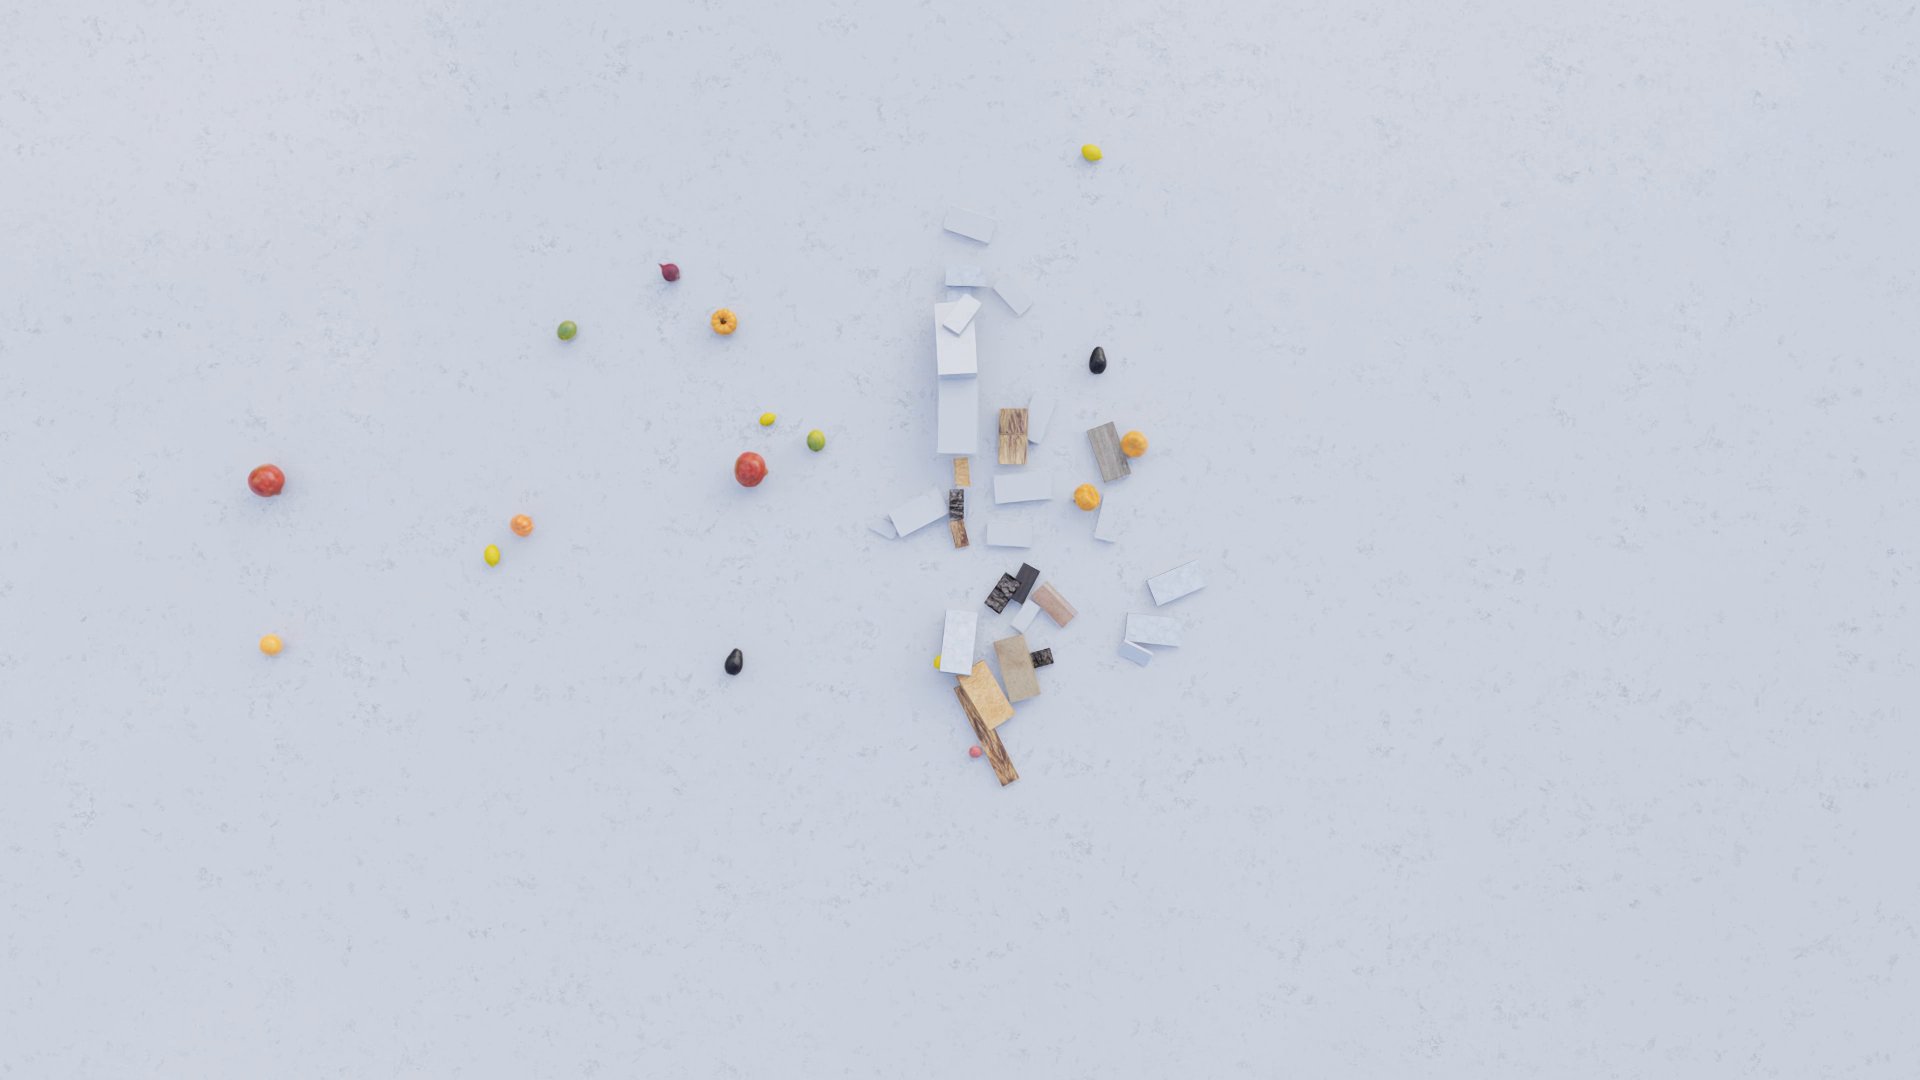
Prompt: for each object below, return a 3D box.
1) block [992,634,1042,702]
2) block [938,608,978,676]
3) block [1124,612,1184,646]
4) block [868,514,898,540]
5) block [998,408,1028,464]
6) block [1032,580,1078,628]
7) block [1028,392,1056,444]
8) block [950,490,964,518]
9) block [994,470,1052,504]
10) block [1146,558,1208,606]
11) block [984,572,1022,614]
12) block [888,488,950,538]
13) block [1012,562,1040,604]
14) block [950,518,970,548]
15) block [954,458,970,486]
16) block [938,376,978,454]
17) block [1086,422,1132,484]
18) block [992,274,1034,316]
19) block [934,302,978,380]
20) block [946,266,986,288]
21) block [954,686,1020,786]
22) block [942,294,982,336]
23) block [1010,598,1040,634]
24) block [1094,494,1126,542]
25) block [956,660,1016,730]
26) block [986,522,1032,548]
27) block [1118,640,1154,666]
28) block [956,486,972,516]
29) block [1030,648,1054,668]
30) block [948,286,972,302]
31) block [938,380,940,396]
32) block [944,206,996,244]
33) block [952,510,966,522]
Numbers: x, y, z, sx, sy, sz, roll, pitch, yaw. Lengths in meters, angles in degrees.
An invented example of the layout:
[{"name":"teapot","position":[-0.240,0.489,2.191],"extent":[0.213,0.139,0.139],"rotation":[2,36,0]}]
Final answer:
[{"name":"block","position":[0.190,0.424,5.474],"extent":[0.104,0.030,0.209],"rotation":[-17,90,13]},{"name":"block","position":[-0.006,0.339,5.456],"extent":[0.104,0.030,0.209],"rotation":[8,76,-5]},{"name":"block","position":[0.644,0.298,5.487],"extent":[0.185,0.026,0.092],"rotation":[6,90,0]},{"name":"block","position":[-0.255,-0.043,5.493],"extent":[0.093,0.013,0.046],"rotation":[27,90,0]},{"name":"block","position":[0.176,-0.343,5.469],"extent":[0.092,0.026,0.185],"rotation":[1,90,24]},{"name":"block","position":[0.315,0.214,5.489],"extent":[0.075,0.021,0.149],"rotation":[-45,90,0]},{"name":"block","position":[0.257,-0.407,5.489],"extent":[0.079,0.022,0.158],"rotation":[22,90,0]},{"name":"block","position":[-0.011,-0.120,5.461],"extent":[0.048,0.014,0.095],"rotation":[0,99,1]},{"name":"block","position":[0.208,-0.176,5.487],"extent":[0.188,0.026,0.092],"rotation":[-6,90,0]},{"name":"block","position":[0.723,0.141,5.487],"extent":[0.185,0.026,0.092],"rotation":[-23,90,0]},{"name":"block","position":[0.142,0.176,5.478],"extent":[0.063,0.018,0.127],"rotation":[36,93,21]},{"name":"block","position":[-0.136,-0.091,5.480],"extent":[0.185,0.026,0.092],"rotation":[-27,90,-4]},{"name":"block","position":[0.210,0.145,5.491],"extent":[0.063,0.018,0.127],"rotation":[28,90,0]},{"name":"block","position":[-0.002,-0.022,5.480],"extent":[0.046,0.013,0.093],"rotation":[-13,105,4]},{"name":"block","position":[0.006,-0.226,5.493],"extent":[0.048,0.014,0.095],"rotation":[-5,90,0]},{"name":"block","position":[-0.006,-0.411,5.423],"extent":[0.127,0.036,0.255],"rotation":[1,90,0]},{"name":"block","position":[0.495,-0.292,5.487],"extent":[0.092,0.026,0.184],"rotation":[-20,90,0]},{"name":"block","position":[0.177,-0.816,5.491],"extent":[0.067,0.019,0.133],"rotation":[-43,90,0]},{"name":"block","position":[-0.014,-0.657,5.422],"extent":[0.127,0.036,0.255],"rotation":[-3,73,0]},{"name":"block","position":[0.020,-0.874,5.468],"extent":[0.133,0.019,0.067],"rotation":[2,90,0]},{"name":"block","position":[0.088,0.643,5.491],"extent":[0.063,0.018,0.365],"rotation":[-27,90,0]},{"name":"block","position":[0.008,-0.740,5.419],"extent":[0.067,0.019,0.133],"rotation":[34,76,11]},{"name":"block","position":[0.218,0.252,5.493],"extent":[0.052,0.015,0.104],"rotation":[35,90,0]},{"name":"block","position":[0.499,-0.073,5.489],"extent":[0.075,0.021,0.149],"rotation":[13,90,0]},{"name":"block","position":[0.085,0.516,5.472],"extent":[0.104,0.030,0.209],"rotation":[-31,91,-13]},{"name":"block","position":[0.165,-0.018,5.489],"extent":[0.149,0.021,0.075],"rotation":[4,90,0]},{"name":"block","position":[0.583,0.374,5.479],"extent":[0.104,0.015,0.052],"rotation":[26,124,0]},{"name":"block","position":[0.009,-0.132,5.486],"extent":[0.048,0.014,0.095],"rotation":[6,99,0]},{"name":"block","position":[0.256,0.398,5.493],"extent":[0.104,0.015,0.052],"rotation":[-15,90,0]},{"name":"block","position":[-0.002,-0.686,5.489],"extent":[0.079,0.022,0.449],"rotation":[0,90,0]},{"name":"block","position":[-0.010,-0.525,5.460],"extent":[0.127,0.036,0.255],"rotation":[0,90,0]},{"name":"block","position":[0.033,-1.048,5.489],"extent":[0.158,0.022,0.079],"rotation":[18,90,0]},{"name":"block","position":[-0.008,-0.105,5.477],"extent":[0.046,0.013,0.093],"rotation":[-6,99,2]}]
